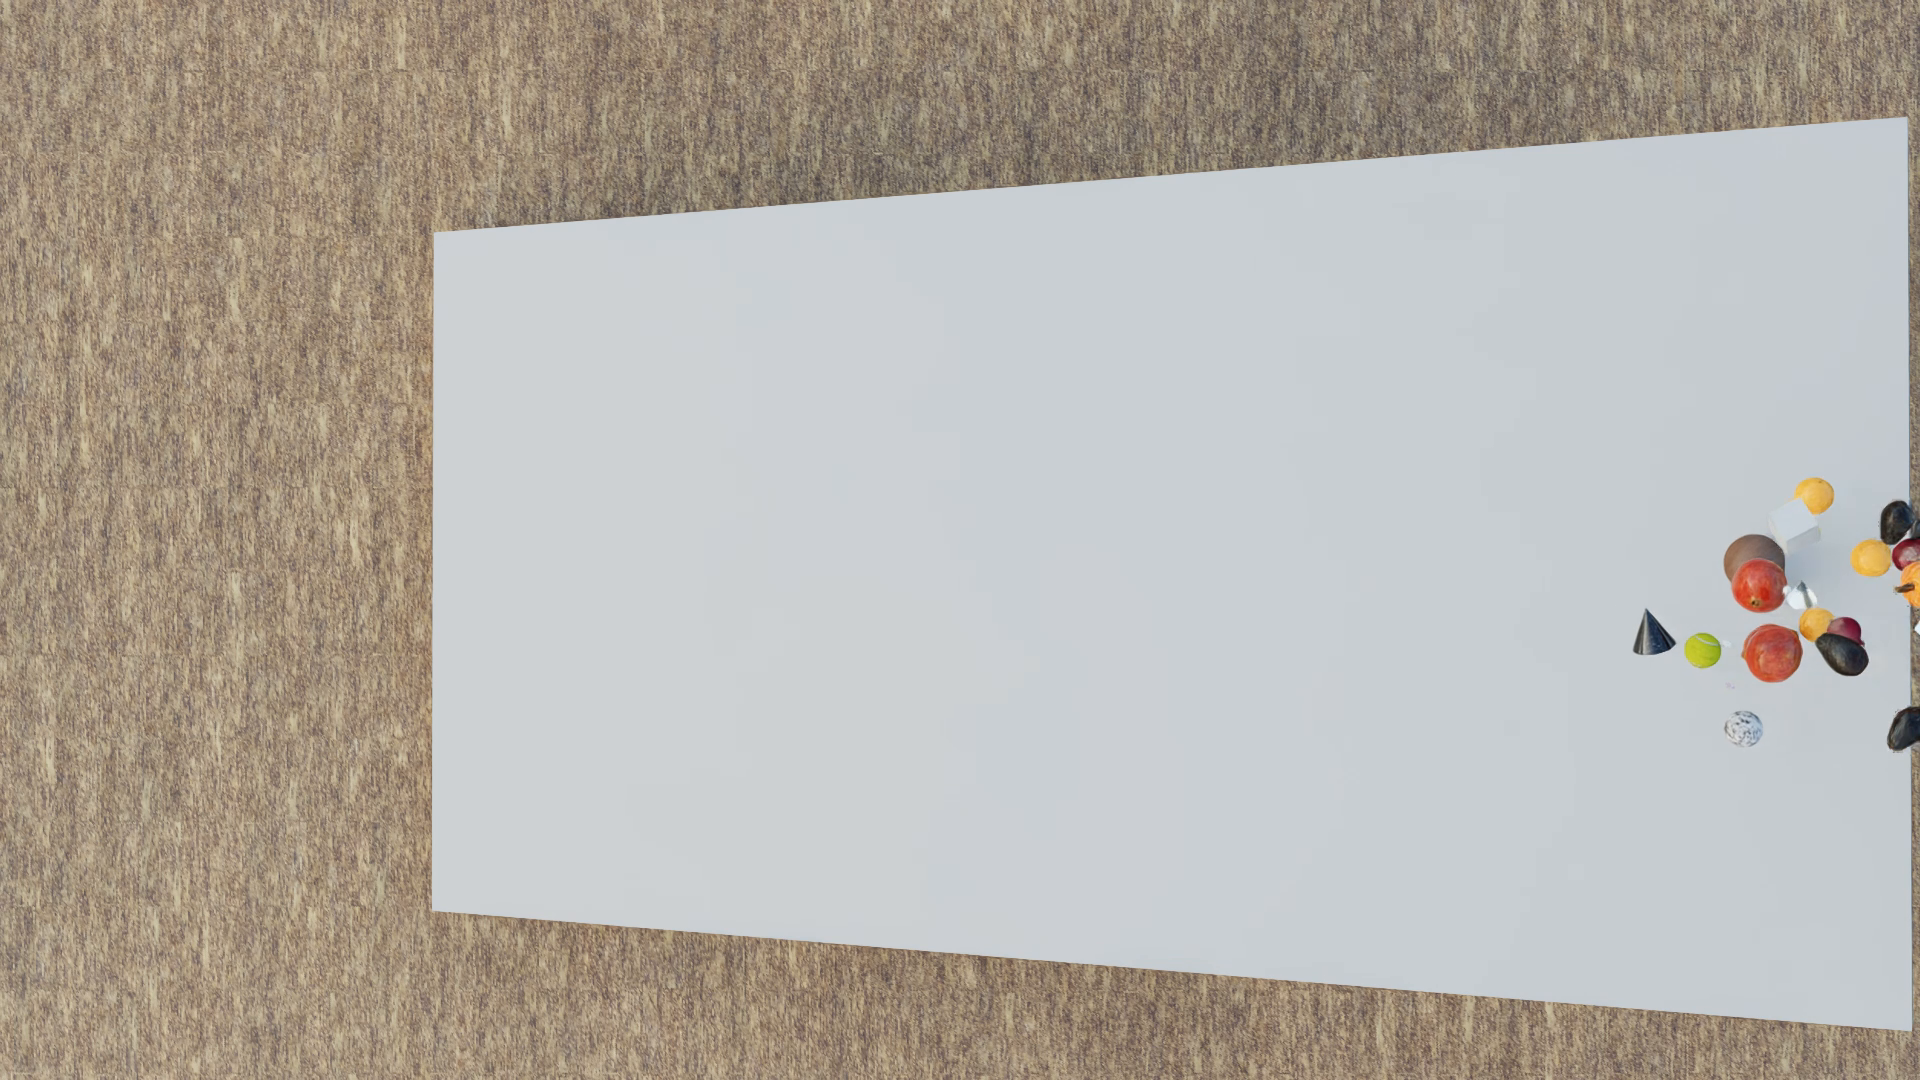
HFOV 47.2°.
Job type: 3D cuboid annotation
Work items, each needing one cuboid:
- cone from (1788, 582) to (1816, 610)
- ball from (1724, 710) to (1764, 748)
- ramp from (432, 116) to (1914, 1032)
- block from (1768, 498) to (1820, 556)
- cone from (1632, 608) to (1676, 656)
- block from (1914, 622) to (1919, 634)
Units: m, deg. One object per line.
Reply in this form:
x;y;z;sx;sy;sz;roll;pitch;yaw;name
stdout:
1.643;0.097;4.291;0.055;0.055;0.055;-11;47;12;cone
1.622;0.391;4.550;0.076;0.076;0.076;0;89;0;ball
0.282;0.082;5.694;4.000;0.100;2.000;0;89;25;ramp
1.549;-0.025;4.083;0.065;0.065;0.065;-28;57;8;block
1.493;0.187;4.758;0.092;0.092;0.092;-18;107;0;cone
1.615;0.140;3.584;0.064;0.064;0.064;39;78;-12;block
